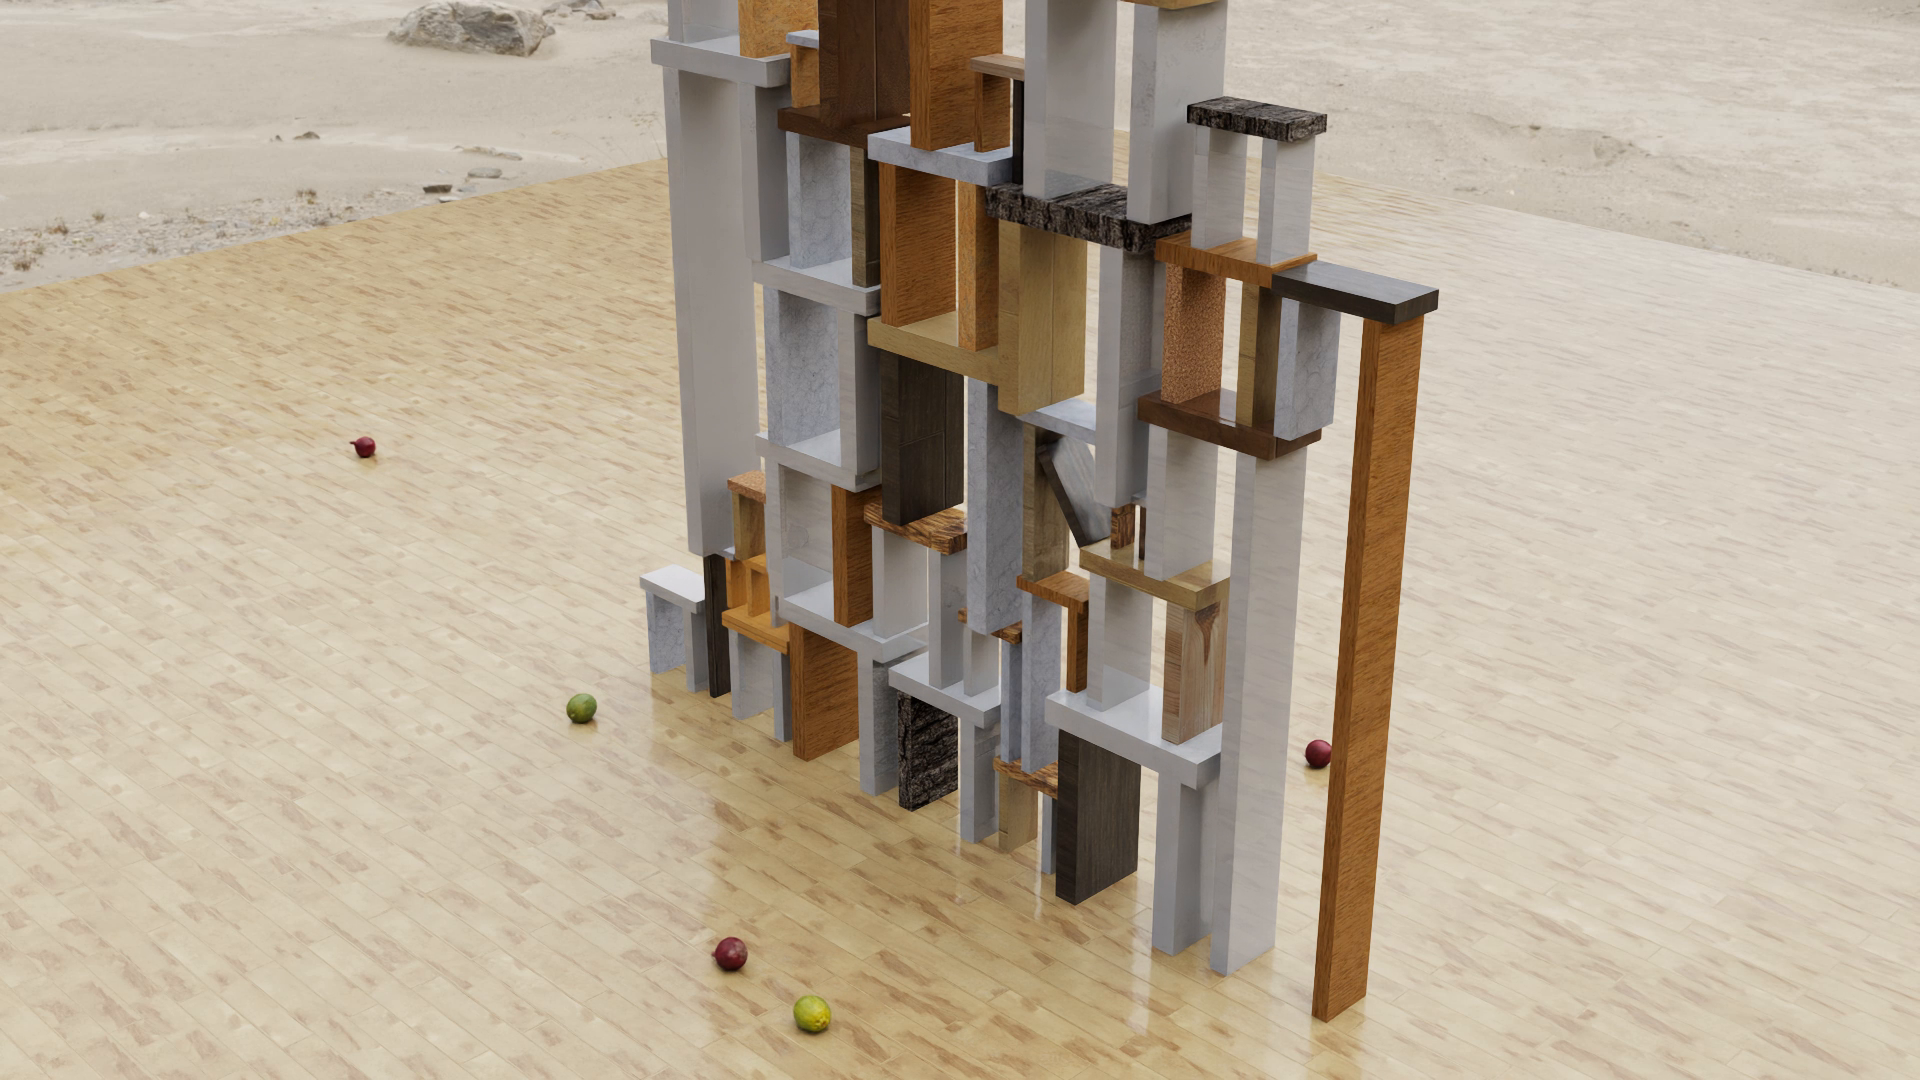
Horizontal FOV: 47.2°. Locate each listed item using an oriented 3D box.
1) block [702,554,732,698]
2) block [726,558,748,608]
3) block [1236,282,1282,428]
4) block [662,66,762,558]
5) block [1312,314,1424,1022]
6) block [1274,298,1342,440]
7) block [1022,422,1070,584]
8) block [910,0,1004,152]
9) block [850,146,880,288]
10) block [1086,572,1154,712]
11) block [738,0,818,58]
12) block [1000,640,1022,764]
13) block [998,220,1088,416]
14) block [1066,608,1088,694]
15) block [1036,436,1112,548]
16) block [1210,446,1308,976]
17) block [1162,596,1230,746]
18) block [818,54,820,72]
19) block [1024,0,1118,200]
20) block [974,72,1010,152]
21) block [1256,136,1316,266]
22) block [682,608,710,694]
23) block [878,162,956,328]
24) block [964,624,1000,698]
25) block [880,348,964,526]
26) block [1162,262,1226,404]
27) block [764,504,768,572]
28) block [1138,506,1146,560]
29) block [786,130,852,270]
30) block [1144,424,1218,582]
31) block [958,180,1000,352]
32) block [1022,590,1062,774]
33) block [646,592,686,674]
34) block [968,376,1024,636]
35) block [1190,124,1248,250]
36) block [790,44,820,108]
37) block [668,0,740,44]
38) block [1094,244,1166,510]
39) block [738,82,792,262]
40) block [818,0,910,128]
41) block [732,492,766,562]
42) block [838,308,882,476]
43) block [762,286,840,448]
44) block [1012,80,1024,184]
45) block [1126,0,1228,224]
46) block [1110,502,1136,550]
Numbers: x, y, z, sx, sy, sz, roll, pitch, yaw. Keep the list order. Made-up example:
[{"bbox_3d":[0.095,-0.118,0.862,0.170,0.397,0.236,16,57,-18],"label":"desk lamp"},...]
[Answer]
[{"bbox_3d":[-0.535,0.177,4.878,0.017,0.363,0.058,21,31,40],"label":"block"},{"bbox_3d":[-0.480,0.086,4.780,0.017,0.117,0.058,21,31,41],"label":"block"},{"bbox_3d":[0.501,-0.312,3.555,0.118,0.237,0.034,-21,31,-41],"label":"block"},{"bbox_3d":[-0.507,-0.471,4.570,0.049,1.040,0.172,21,31,40],"label":"block"},{"bbox_3d":[0.662,0.233,3.597,0.033,1.261,0.115,21,31,41],"label":"block"},{"bbox_3d":[0.554,-0.284,3.496,0.115,0.230,0.033,-21,31,-41],"label":"block"},{"bbox_3d":[0.159,-0.081,4.022,0.028,0.310,0.098,21,31,41],"label":"block"},{"bbox_3d":[-0.006,-0.880,3.854,0.180,0.364,0.051,-21,31,-40],"label":"block"},{"bbox_3d":[-0.143,-0.616,4.121,0.037,0.264,0.132,21,31,41],"label":"block"},{"bbox_3d":[0.290,0.166,3.982,0.038,0.266,0.133,21,31,41],"label":"block"},{"bbox_3d":[-0.345,-1.080,4.139,0.045,0.319,0.159,21,31,40],"label":"block"},{"bbox_3d":[0.113,0.299,4.223,0.076,0.259,0.022,-21,31,-41],"label":"block"},{"bbox_3d":[0.146,-0.409,3.883,0.174,0.347,0.049,-21,31,-40],"label":"block"},{"bbox_3d":[0.234,0.192,4.049,0.023,0.166,0.083,21,31,41],"label":"block"},{"bbox_3d":[0.216,-0.091,3.957,0.098,0.195,0.028,-21,-4,-41],"label":"block"},{"bbox_3d":[0.511,0.298,3.789,0.039,0.991,0.139,21,31,41],"label":"block"},{"bbox_3d":[0.416,0.215,3.866,0.038,0.266,0.133,21,31,41],"label":"block"},{"bbox_3d":[-0.235,-0.861,4.111,0.017,0.120,0.060,21,31,40],"label":"block"},{"bbox_3d":[0.186,-0.762,3.701,0.049,0.346,0.173,21,31,40],"label":"block"},{"bbox_3d":[0.057,-0.753,3.841,0.020,0.139,0.070,21,31,41],"label":"block"},{"bbox_3d":[0.510,-0.537,3.444,0.028,0.198,0.099,21,31,40],"label":"block"},{"bbox_3d":[-0.570,0.234,4.950,0.029,0.203,0.101,21,31,41],"label":"block"},{"bbox_3d":[-0.077,-0.559,4.064,0.152,0.304,0.043,-21,31,-40],"label":"block"},{"bbox_3d":[0.041,0.222,4.268,0.076,0.152,0.022,-21,31,-41],"label":"block"},{"bbox_3d":[-0.071,-0.216,4.213,0.049,0.347,0.173,21,31,41],"label":"block"},{"bbox_3d":[0.390,-0.356,3.657,0.034,0.237,0.118,21,31,40],"label":"block"},{"bbox_3d":[-0.372,-0.012,4.619,0.022,0.156,0.078,21,31,41],"label":"block"},{"bbox_3d":[0.336,-0.019,3.853,0.014,0.099,0.049,21,31,41],"label":"block"},{"bbox_3d":[-0.268,-0.665,4.236,0.132,0.264,0.037,-20,31,-39],"label":"block"},{"bbox_3d":[0.381,-0.081,3.770,0.039,0.278,0.139,21,31,41],"label":"block"},{"bbox_3d":[0.066,-0.503,3.931,0.152,0.304,0.043,-21,31,-40],"label":"block"},{"bbox_3d":[0.154,0.259,4.164,0.023,0.378,0.083,21,31,41],"label":"block"},{"bbox_3d":[-0.666,0.197,5.038,0.029,0.203,0.101,21,31,41],"label":"block"},{"bbox_3d":[0.092,-0.082,4.093,0.173,0.500,0.049,-21,31,-40],"label":"block"},{"bbox_3d":[0.417,-0.574,3.529,0.028,0.198,0.099,21,31,40],"label":"block"},{"bbox_3d":[-0.292,-0.883,4.163,0.017,0.120,0.060,21,31,40],"label":"block"},{"bbox_3d":[-0.497,-1.138,4.276,0.045,0.319,0.159,21,31,40],"label":"block"},{"bbox_3d":[0.310,-0.294,3.754,0.049,0.457,0.174,21,31,40],"label":"block"},{"bbox_3d":[-0.344,-0.730,4.286,0.049,0.344,0.172,21,31,40],"label":"block"},{"bbox_3d":[-0.174,-0.948,4.010,0.051,0.360,0.180,21,31,40],"label":"block"},{"bbox_3d":[-0.446,-0.040,4.687,0.078,0.156,0.022,-21,31,-41],"label":"block"},{"bbox_3d":[-0.158,-0.305,4.261,0.046,0.327,0.163,21,31,41],"label":"block"},{"bbox_3d":[-0.312,-0.365,4.403,0.046,0.327,0.163,21,31,40],"label":"block"},{"bbox_3d":[0.122,-0.707,3.784,0.070,0.180,0.020,-21,31,-40],"label":"block"},{"bbox_3d":[0.350,-0.698,3.550,0.049,0.347,0.173,22,31,40],"label":"block"},{"bbox_3d":[0.289,-0.037,3.895,0.014,0.099,0.049,21,31,40],"label":"block"}]
